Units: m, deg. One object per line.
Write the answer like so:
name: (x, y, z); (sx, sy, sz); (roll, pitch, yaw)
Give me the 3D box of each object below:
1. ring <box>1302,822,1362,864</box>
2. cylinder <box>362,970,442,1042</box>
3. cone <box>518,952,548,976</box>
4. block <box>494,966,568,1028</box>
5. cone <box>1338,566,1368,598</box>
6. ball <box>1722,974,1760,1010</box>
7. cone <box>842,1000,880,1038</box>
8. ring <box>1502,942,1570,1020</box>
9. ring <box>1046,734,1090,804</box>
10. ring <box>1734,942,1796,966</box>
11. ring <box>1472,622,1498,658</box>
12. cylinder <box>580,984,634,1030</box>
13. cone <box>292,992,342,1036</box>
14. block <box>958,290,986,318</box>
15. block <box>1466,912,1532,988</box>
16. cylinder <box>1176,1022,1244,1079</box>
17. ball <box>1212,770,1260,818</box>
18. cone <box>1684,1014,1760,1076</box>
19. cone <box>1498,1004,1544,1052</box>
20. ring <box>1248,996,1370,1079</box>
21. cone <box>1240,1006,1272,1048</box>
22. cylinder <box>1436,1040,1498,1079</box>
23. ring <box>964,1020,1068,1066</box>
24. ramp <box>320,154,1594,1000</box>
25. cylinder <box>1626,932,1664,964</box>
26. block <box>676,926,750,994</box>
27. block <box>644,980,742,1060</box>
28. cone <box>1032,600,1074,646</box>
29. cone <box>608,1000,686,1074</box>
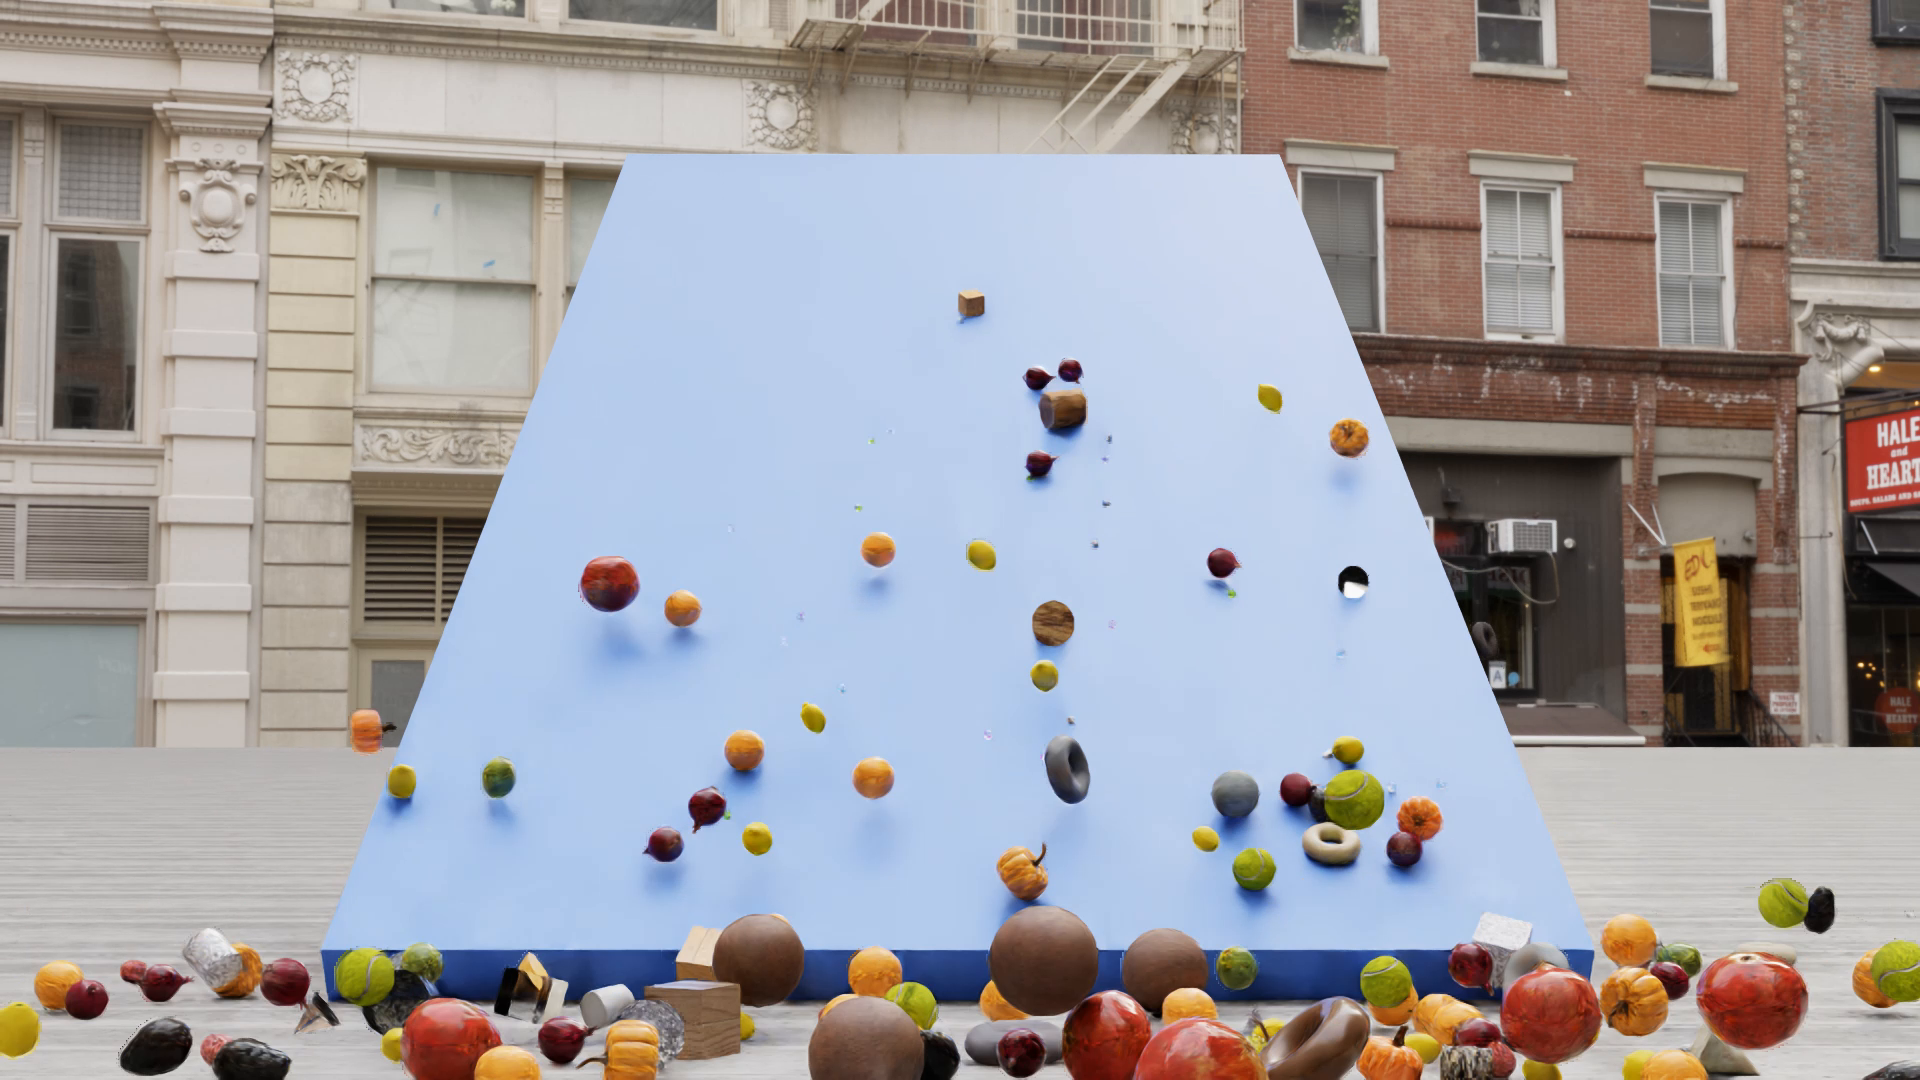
ring: (0.620, 0.506, 3.960); (0.099, 0.033, 0.099); (1, 27, -1)
cylinder: (-0.734, 0.614, 3.127); (0.087, 0.087, 0.087); (0, -16, -1)
cone: (-0.671, 0.679, 3.621); (0.073, 0.073, 0.073); (-32, -5, -2)
block: (-0.588, 0.627, 3.253); (0.064, 0.064, 0.064); (8, -14, 25)
cone: (0.780, 0.084, 4.786); (0.066, 0.066, 0.066); (1, 0, -13)
ball: (1.199, 0.694, 3.645); (0.054, 0.054, 0.054); (0, -5, 0)
cone: (-0.137, 0.667, 3.314); (0.053, 0.053, 0.053); (0, -5, 0)
ring: (0.826, 0.631, 3.402); (0.038, 0.113, 0.113); (25, -18, -32)
ring: (0.182, 0.389, 4.021); (0.040, 0.120, 0.120); (-16, -11, 24)
ring: (1.485, 0.765, 4.378); (0.112, 0.037, 0.112); (1, -4, 0)
ring: (1.037, 0.197, 4.690); (0.025, 0.075, 0.075); (-22, -18, 39)
cylinder: (-0.485, 0.643, 3.271); (0.053, 0.053, 0.053); (-4, 0, 42)
cone: (-0.882, 0.654, 3.224); (0.058, 0.058, 0.058); (-37, 10, -22)
block: (0.030, -0.610, 6.109); (0.052, 0.052, 0.052); (-12, 30, -22)
block: (0.833, 0.635, 3.663); (0.077, 0.077, 0.077); (12, 31, 21)
cylinder: (0.299, 0.617, 2.839); (0.071, 0.071, 0.071); (-1, -5, 16)
ball: (0.469, 0.433, 4.047); (0.082, 0.082, 0.082); (0, -5, 0)
cone: (0.952, 0.642, 2.933); (0.082, 0.082, 0.082); (26, 0, 10)
cone: (0.750, 0.651, 3.177); (0.061, 0.061, 0.061); (0, -5, 0)
ring: (0.359, 0.529, 2.442); (0.149, 0.050, 0.149); (-42, 2, 1)
cone: (0.400, 0.658, 3.212); (0.054, 0.054, 0.054); (0, -5, 0)
cylinder: (0.588, 0.616, 2.754); (0.057, 0.057, 0.057); (17, 2, 24)
ring: (0.072, 0.649, 3.059); (0.133, 0.044, 0.133); (-1, -1, 0)
ramp: (-0.011, -0.226, 5.528); (2.000, 0.100, 4.000); (0, 27, 0)
cylinder: (1.221, 0.727, 4.230); (0.052, 0.052, 0.052); (-8, -5, 2)
block: (-0.375, 0.654, 3.612); (0.087, 0.087, 0.087); (6, 29, 11)
block: (-0.351, 0.632, 3.126); (0.090, 0.090, 0.090); (-3, -6, 29)
cone: (0.166, 0.162, 4.621); (0.088, 0.088, 0.088); (2, -1, -18)
cone: (-0.387, 0.645, 3.005); (0.097, 0.097, 0.097); (0, -32, 5)
